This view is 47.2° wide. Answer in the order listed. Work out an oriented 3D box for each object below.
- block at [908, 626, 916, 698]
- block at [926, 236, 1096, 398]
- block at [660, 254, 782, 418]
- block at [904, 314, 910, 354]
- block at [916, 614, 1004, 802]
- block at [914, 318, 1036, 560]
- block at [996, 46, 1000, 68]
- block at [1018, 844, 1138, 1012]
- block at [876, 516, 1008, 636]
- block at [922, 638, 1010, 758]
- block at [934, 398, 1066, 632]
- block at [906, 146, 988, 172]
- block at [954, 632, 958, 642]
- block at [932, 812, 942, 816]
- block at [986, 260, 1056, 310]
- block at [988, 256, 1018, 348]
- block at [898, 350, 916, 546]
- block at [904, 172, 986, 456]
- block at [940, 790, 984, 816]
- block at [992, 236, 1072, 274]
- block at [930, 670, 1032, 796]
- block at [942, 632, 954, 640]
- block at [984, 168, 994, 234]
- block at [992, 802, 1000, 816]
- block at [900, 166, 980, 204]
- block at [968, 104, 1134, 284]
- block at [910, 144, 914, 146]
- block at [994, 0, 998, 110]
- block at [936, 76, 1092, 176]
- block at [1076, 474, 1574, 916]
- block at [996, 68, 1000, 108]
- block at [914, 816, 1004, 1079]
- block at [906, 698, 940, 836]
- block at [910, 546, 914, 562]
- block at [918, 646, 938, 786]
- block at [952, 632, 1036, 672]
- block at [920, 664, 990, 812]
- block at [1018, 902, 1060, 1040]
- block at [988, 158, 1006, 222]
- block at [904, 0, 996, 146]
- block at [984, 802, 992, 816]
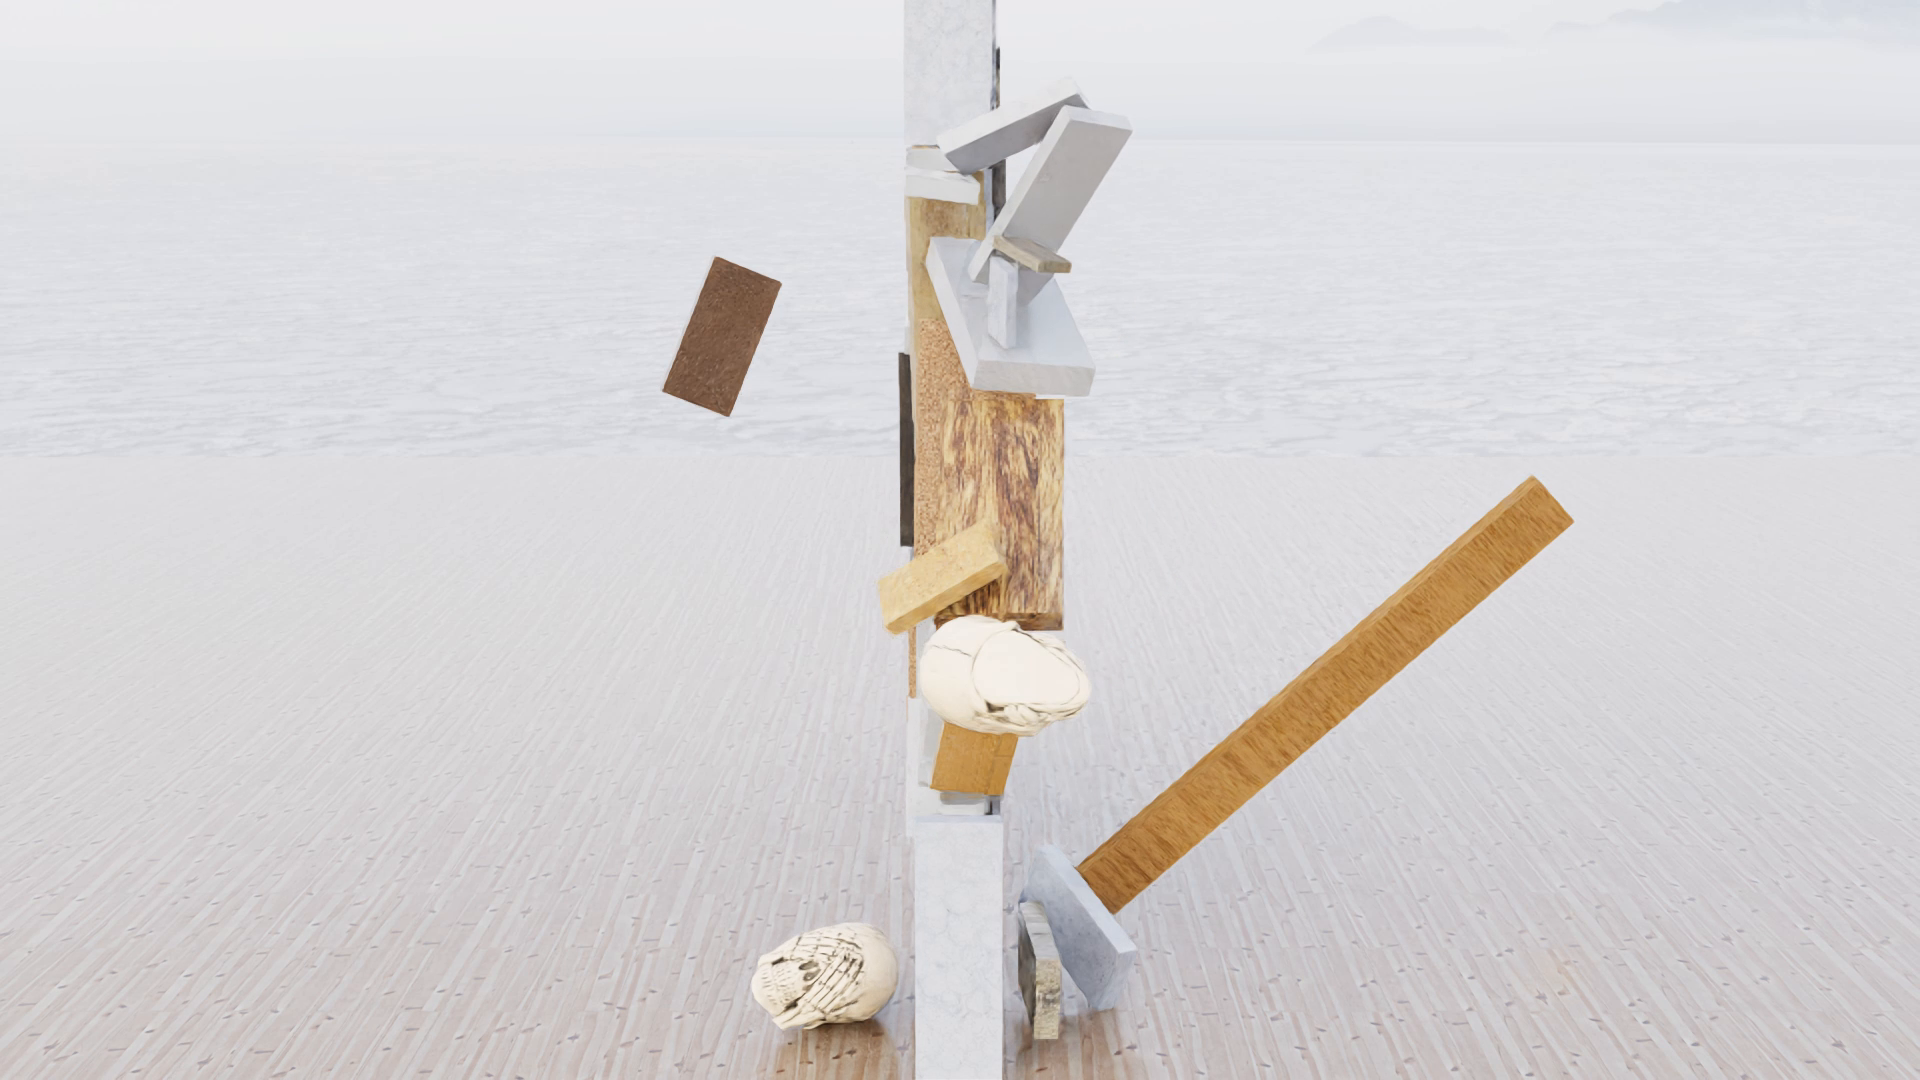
[{"bbox_3d":[-0.015,0.181,3.687,0.141,0.282,0.040,0,10,0],"label":"block"},{"bbox_3d":[0.071,-0.339,3.304,0.178,0.050,0.355,3,36,-17],"label":"block"},{"bbox_3d":[-0.304,-0.260,2.801,0.092,0.184,0.026,21,4,-17],"label":"block"},{"bbox_3d":[-0.010,-0.349,3.670,0.160,0.045,0.320,0,11,0],"label":"block"},{"bbox_3d":[0.001,0.246,3.518,0.141,0.352,0.040,0,13,-1],"label":"block"},{"bbox_3d":[0.023,-0.112,3.344,0.178,0.457,0.050,3,-19,-7],"label":"block"},{"bbox_3d":[0.005,-0.860,3.941,0.130,0.037,0.261,0,11,0],"label":"block"},{"bbox_3d":[0.170,0.568,3.233,0.033,0.115,0.230,-5,37,-32],"label":"block"},{"bbox_3d":[-0.025,0.050,3.017,0.184,0.026,0.092,-30,39,14],"label":"block"},{"bbox_3d":[0.011,0.246,3.287,0.109,0.219,0.031,11,41,3],"label":"block"},{"bbox_3d":[0.059,-0.038,3.138,0.178,0.355,0.050,-1,-31,5],"label":"block"},{"bbox_3d":[-0.018,-0.604,3.476,0.122,0.035,0.245,1,11,2],"label":"block"},{"bbox_3d":[0.026,0.107,3.305,0.065,0.130,0.018,4,-20,-7],"label":"block"},{"bbox_3d":[-0.007,0.424,3.247,0.065,0.018,0.130,-1,5,-3],"label":"block"},{"bbox_3d":[0.088,-0.371,3.204,0.058,0.016,0.116,3,-23,-23],"label":"block"},{"bbox_3d":[0.061,-0.339,3.140,0.016,0.116,0.058,-11,32,-21],"label":"block"},{"bbox_3d":[-0.019,-0.151,3.606,0.160,0.320,0.045,0,10,-1],"label":"block"},{"bbox_3d":[-0.017,-0.356,3.462,0.122,0.443,0.035,-2,0,-14],"label":"block"},{"bbox_3d":[0.003,0.397,3.340,0.065,0.018,0.130,-1,4,-1],"label":"block"},{"bbox_3d":[0.103,-0.408,3.143,0.058,0.016,0.116,-2,25,-35],"label":"block"},{"bbox_3d":[0.027,0.282,3.178,0.109,0.031,0.315,5,-33,-4],"label":"block"},{"bbox_3d":[0.007,0.132,3.372,0.065,0.130,0.018,7,40,2],"label":"block"},{"bbox_3d":[-0.009,-0.473,3.539,0.122,0.245,0.035,-1,1,-4],"label":"block"},{"bbox_3d":[-0.002,0.397,3.908,0.146,0.292,0.041,0,11,0],"label":"block"},{"bbox_3d":[-0.031,-0.520,3.222,0.105,0.030,0.211,7,12,-5],"label":"block"},{"bbox_3d":[0.128,-0.492,3.196,0.105,0.329,0.030,4,51,-29],"label":"block"},{"bbox_3d":[-0.016,-0.682,3.684,0.140,0.040,0.280,1,10,2],"label":"block"},{"bbox_3d":[-0.009,-0.817,3.549,0.136,0.273,0.039,1,10,3],"label":"block"},{"bbox_3d":[0.081,-0.593,3.157,0.211,0.030,0.105,-23,-14,13],"label":"block"},{"bbox_3d":[0.524,0.235,3.225,0.893,0.092,0.026,-42,26,10],"label":"block"},{"bbox_3d":[0.005,-0.677,3.883,0.130,0.301,0.037,0,10,-1],"label":"block"},{"bbox_3d":[-0.001,0.545,2.915,0.115,0.364,0.033,0,11,0],"label":"block"},{"bbox_3d":[-0.029,0.355,3.427,0.107,0.214,0.030,1,-9,-1],"label":"block"},{"bbox_3d":[-0.011,0.039,3.563,0.141,0.040,0.282,0,10,-1],"label":"block"},{"bbox_3d":[-0.007,0.275,3.402,0.107,0.214,0.030,3,-19,0],"label":"block"},{"bbox_3d":[0.051,0.151,3.113,0.109,0.031,0.219,9,3,2],"label":"block"},{"bbox_3d":[-0.008,0.313,3.476,0.107,0.232,0.030,0,2,-1],"label":"block"},{"bbox_3d":[0.110,0.603,3.094,0.033,0.115,0.230,0,10,-5],"label":"block"},{"bbox_3d":[0.005,-0.506,3.619,0.140,0.280,0.040,1,-1,3],"label":"block"},{"bbox_3d":[-0.016,-0.766,3.386,0.136,0.313,0.039,3,21,7],"label":"block"},{"bbox_3d":[-0.003,0.473,3.677,0.113,0.226,0.032,0,10,0],"label":"block"}]
